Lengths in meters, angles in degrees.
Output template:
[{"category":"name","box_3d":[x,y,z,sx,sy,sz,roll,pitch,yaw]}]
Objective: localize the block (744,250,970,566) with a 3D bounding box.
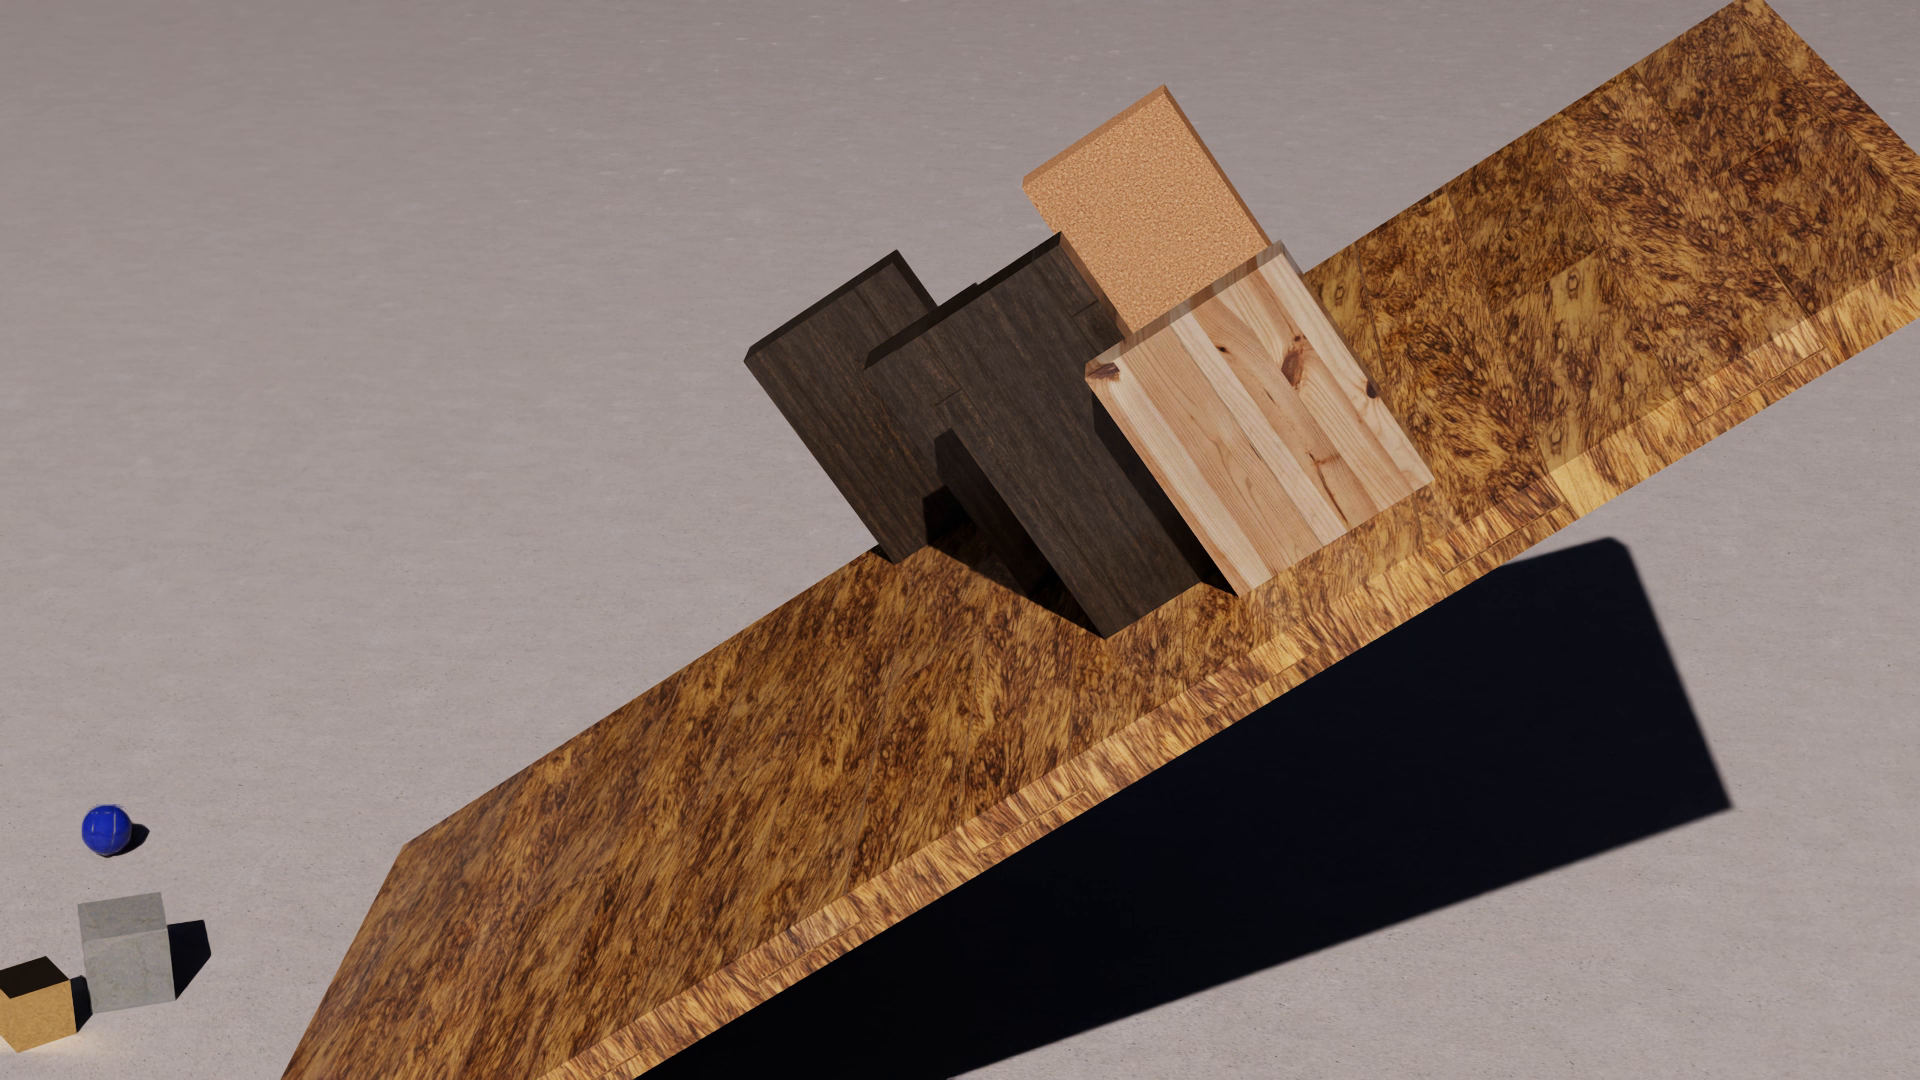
[{"category":"block","box_3d":[-0.153,-0.312,7.003,0.433,0.618,0.117,-32,16,15]}]

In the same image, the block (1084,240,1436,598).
[{"category":"block","box_3d":[0.549,-0.218,5.395,0.424,0.514,0.092,-32,16,15]}]

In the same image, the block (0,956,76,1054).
[{"category":"block","box_3d":[-2.205,1.103,6.988,0.146,0.146,0.146,-16,26,-35]}]

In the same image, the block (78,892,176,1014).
[{"category":"block","box_3d":[-2.032,1.005,7.167,0.199,0.199,0.199,-7,22,-18]}]

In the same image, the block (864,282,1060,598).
[{"category":"block","box_3d":[0.090,-0.208,6.188,0.275,0.607,0.132,-32,16,15]}]

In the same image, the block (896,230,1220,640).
[{"category":"block","box_3d":[0.237,-0.194,5.635,0.374,0.708,0.097,-32,16,15]}]

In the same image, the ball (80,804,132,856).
[{"category":"ball","box_3d":[-2.278,0.774,7.851,0.134,0.134,0.134,0,21,0]}]

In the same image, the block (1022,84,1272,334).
[{"category":"block","box_3d":[0.477,-0.602,6.382,0.365,0.675,0.097,-32,16,15]}]

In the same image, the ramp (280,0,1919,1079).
[{"category":"ramp","box_3d":[0.136,0.173,6.305,4.000,0.100,2.000,-32,16,15]}]
